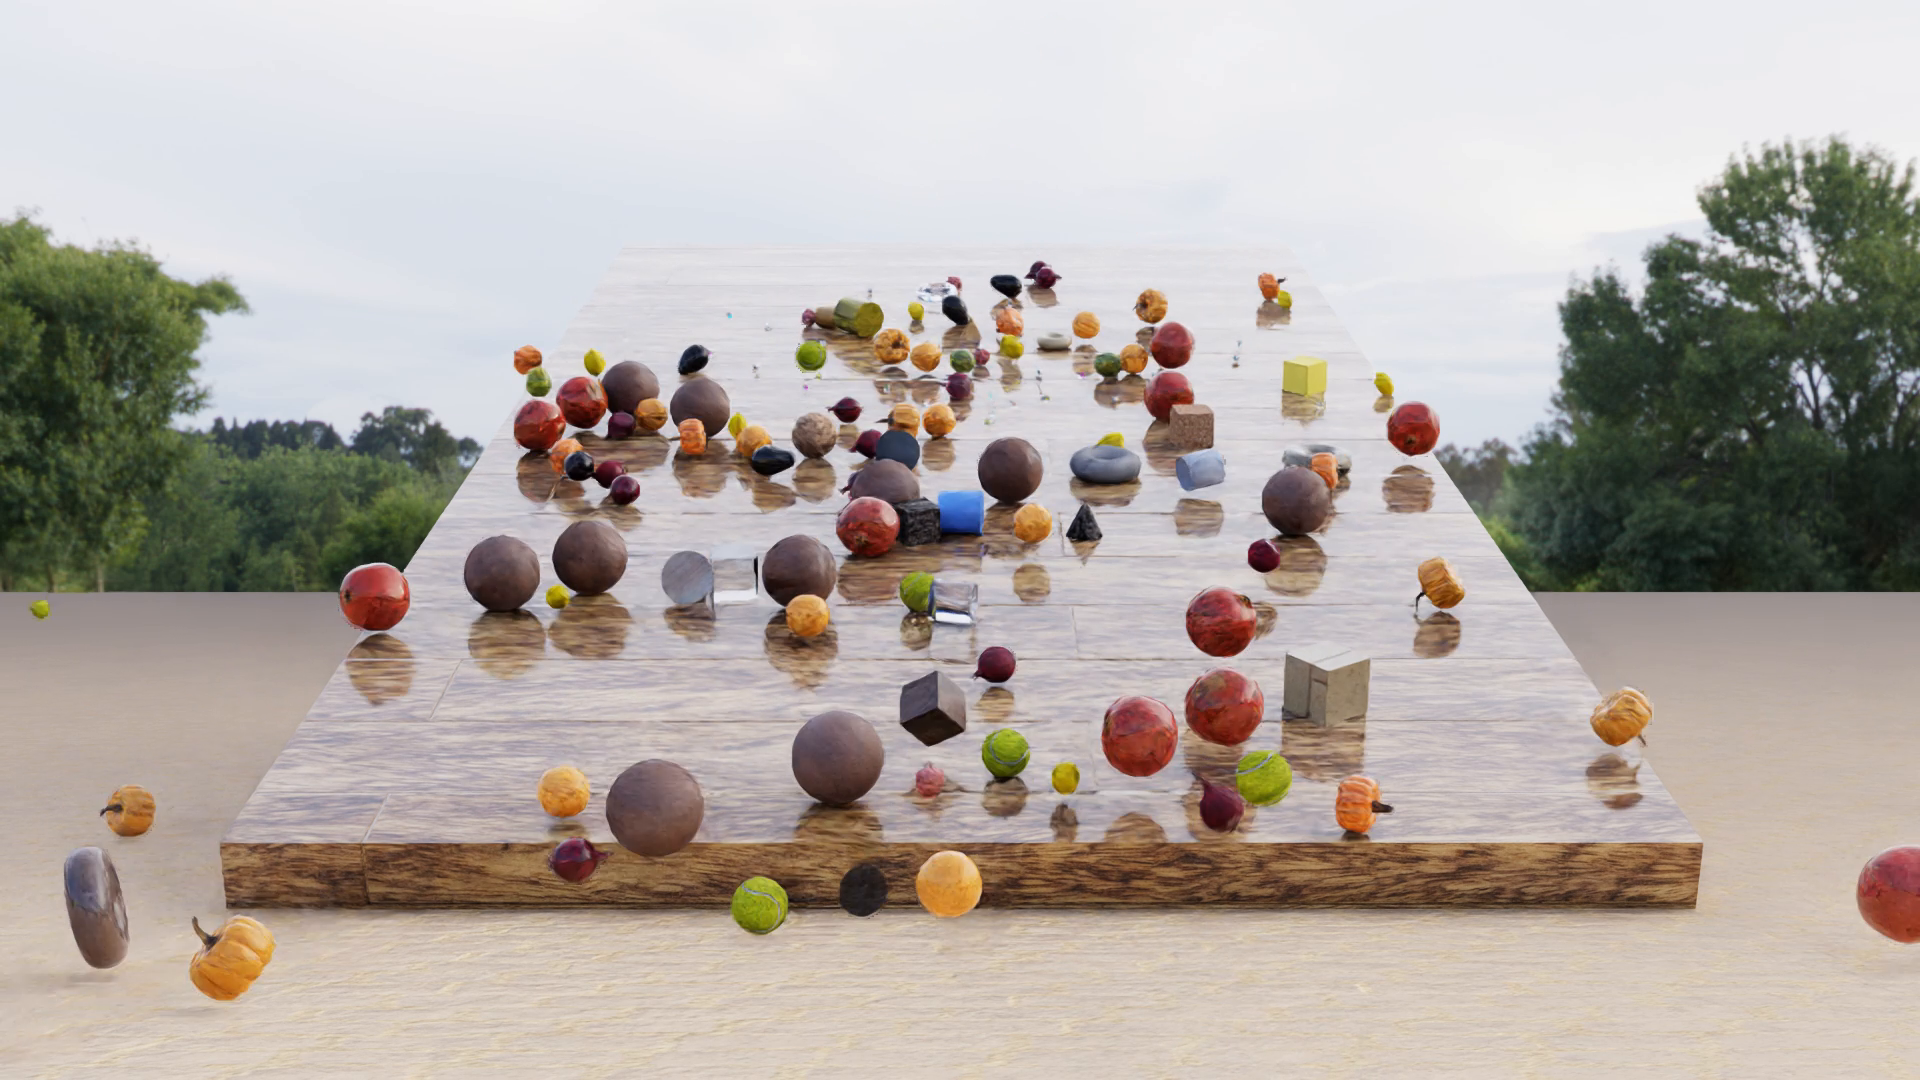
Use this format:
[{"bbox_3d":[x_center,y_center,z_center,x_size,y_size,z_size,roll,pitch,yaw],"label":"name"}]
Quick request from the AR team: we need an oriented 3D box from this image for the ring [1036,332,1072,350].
[{"bbox_3d":[0.235,-0.494,5.601,0.090,0.030,0.090,-1,20,0],"label":"ring"}]

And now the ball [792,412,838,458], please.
[{"bbox_3d":[-0.304,-0.218,4.701,0.094,0.094,0.094,0,-1,0],"label":"ball"}]

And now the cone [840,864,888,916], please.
[{"bbox_3d":[-0.136,0.445,2.892,0.066,0.066,0.066,1,1,-23],"label":"cone"}]

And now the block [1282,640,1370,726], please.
[{"bbox_3d":[0.561,0.218,3.448,0.090,0.090,0.090,-14,23,-34],"label":"block"}]

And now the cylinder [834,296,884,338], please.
[{"bbox_3d":[-0.258,-0.567,5.715,0.091,0.091,0.091,1,14,-40],"label":"cylinder"}]

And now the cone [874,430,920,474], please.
[{"bbox_3d":[-0.131,-0.174,4.654,0.093,0.093,0.093,0,-8,-3],"label":"cone"}]

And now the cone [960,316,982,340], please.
[{"bbox_3d":[0.029,-0.539,5.689,0.056,0.056,0.056,0,19,0],"label":"cone"}]

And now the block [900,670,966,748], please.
[{"bbox_3d":[-0.039,0.247,3.291,0.069,0.069,0.069,-26,-49,27],"label":"block"}]

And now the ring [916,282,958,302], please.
[{"bbox_3d":[-0.063,-0.672,6.103,0.112,0.037,0.112,-1,19,0],"label":"ring"}]

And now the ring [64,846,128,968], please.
[{"bbox_3d":[-0.968,0.412,2.525,0.047,0.141,0.141,-13,2,-14],"label":"ring"}]

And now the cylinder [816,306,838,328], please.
[{"bbox_3d":[-0.334,-0.573,5.785,0.055,0.055,0.055,8,2,22],"label":"cylinder"}]

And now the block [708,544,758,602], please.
[{"bbox_3d":[-0.395,0.057,3.933,0.077,0.077,0.077,-4,19,-11],"label":"block"}]

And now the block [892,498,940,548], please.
[{"bbox_3d":[-0.081,-0.033,4.207,0.068,0.068,0.068,-9,21,-25],"label":"block"}]

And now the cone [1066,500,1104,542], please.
[{"bbox_3d":[0.235,-0.043,4.232,0.070,0.070,0.070,0,19,0],"label":"cone"}]

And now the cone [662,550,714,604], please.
[{"bbox_3d":[-0.464,0.071,3.943,0.094,0.094,0.094,0,-8,10],"label":"cone"}]

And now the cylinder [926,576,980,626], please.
[{"bbox_3d":[-0.012,0.104,3.795,0.071,0.071,0.071,11,1,13],"label":"cylinder"}]

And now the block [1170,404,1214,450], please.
[{"bbox_3d":[0.495,-0.242,4.802,0.076,0.076,0.076,-3,19,-8],"label":"block"}]

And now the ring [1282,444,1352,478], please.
[{"bbox_3d":[0.732,-0.162,4.617,0.143,0.048,0.143,1,18,0],"label":"ring"}]

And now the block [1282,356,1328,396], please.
[{"bbox_3d":[0.797,-0.380,5.209,0.071,0.071,0.071,-17,25,-40],"label":"block"}]

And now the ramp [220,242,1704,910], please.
[{"bbox_3d":[-0.004,-0.198,4.942,2.000,0.100,4.000,0,19,0],"label":"ramp"}]

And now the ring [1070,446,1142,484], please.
[{"bbox_3d":[0.297,-0.154,4.589,0.146,0.049,0.146,1,20,0],"label":"ring"}]

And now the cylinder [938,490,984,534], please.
[{"bbox_3d":[0.001,-0.052,4.241,0.080,0.080,0.080,1,-1,5],"label":"cylinder"}]
